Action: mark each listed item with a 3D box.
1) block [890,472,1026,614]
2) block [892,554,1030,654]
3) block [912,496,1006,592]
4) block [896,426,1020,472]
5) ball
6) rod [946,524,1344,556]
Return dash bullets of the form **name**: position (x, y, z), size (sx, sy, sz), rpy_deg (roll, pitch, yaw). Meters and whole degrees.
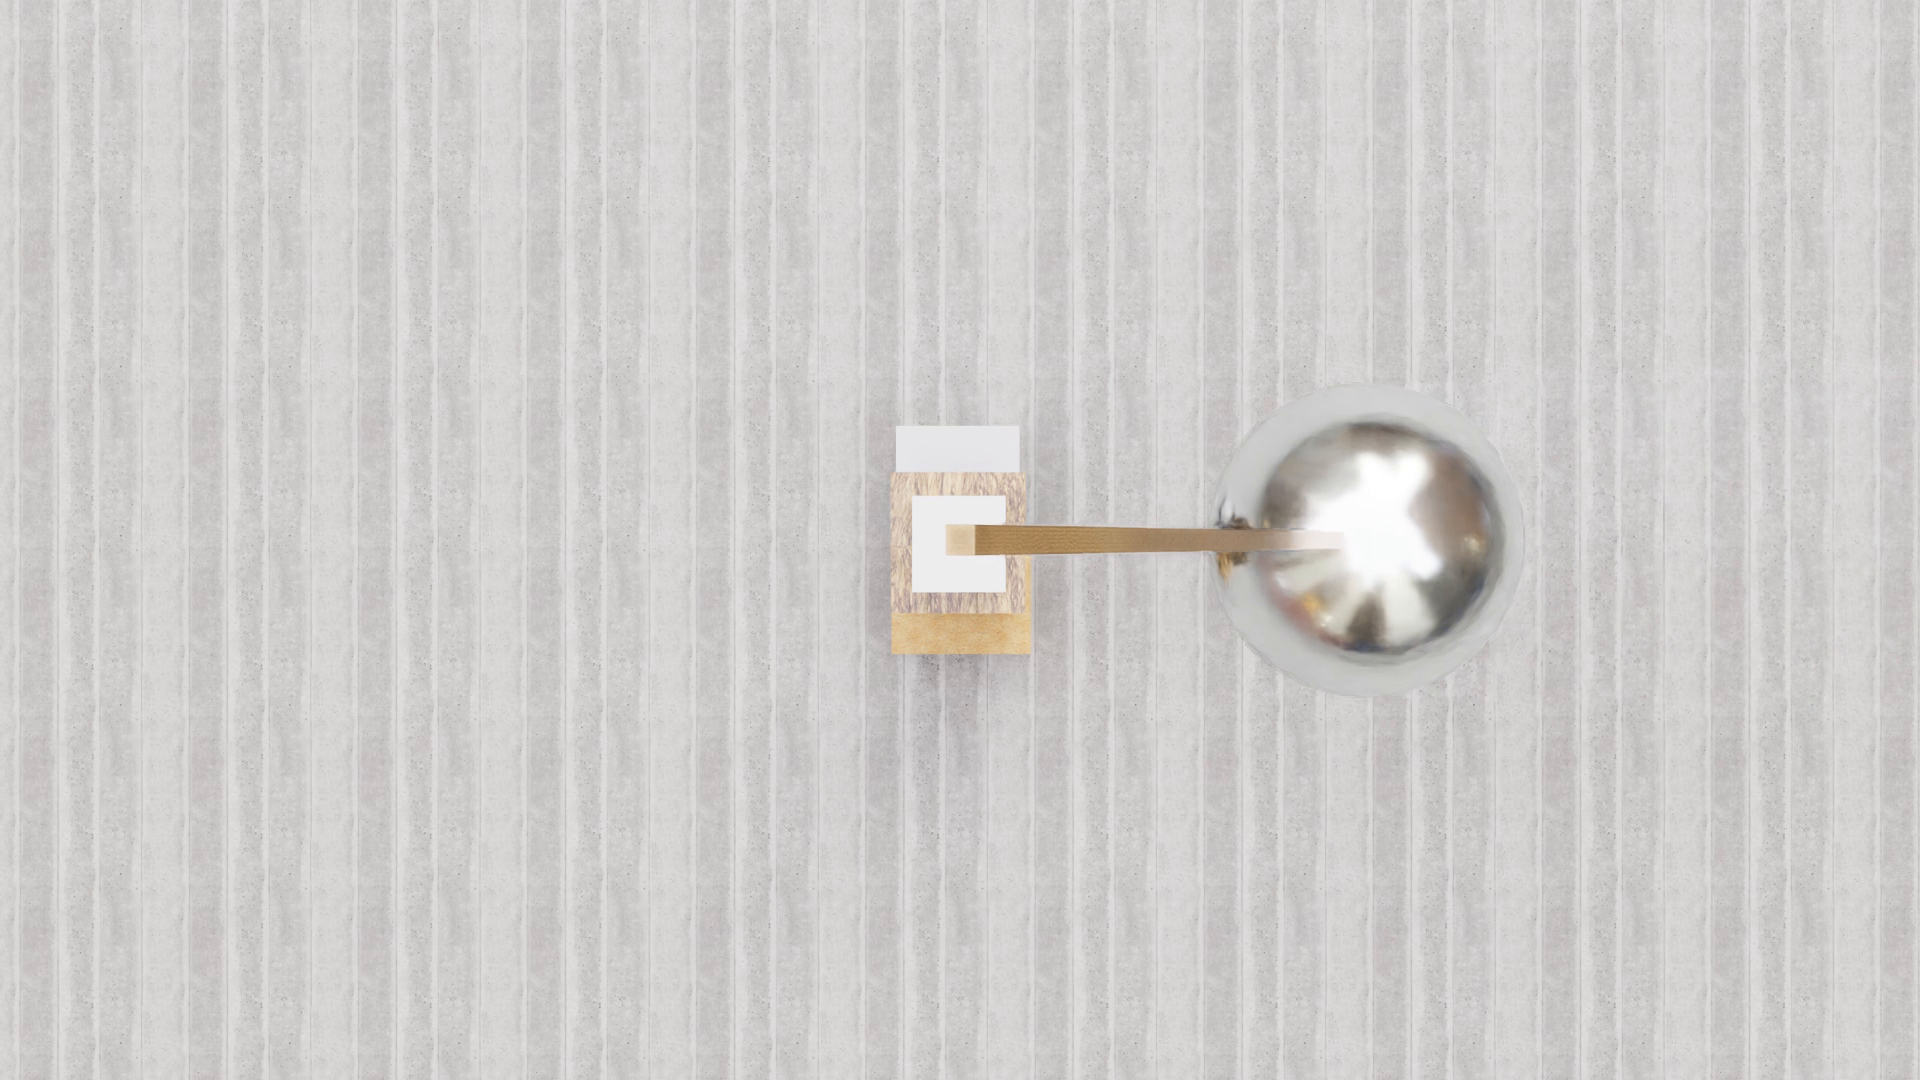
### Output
- **block**: position (-0.009, 0.010, 11.415), size (0.680, 0.631, 0.713), rpy_deg (0, 91, 0)
- **block**: position (0.007, 0.305, 12.648), size (0.779, 0.703, 0.663), rpy_deg (0, 90, 0)
- **block**: position (-0.005, 0.018, 10.911), size (0.455, 0.379, 0.470), rpy_deg (0, 91, 0)
- **block**: position (-0.013, -0.336, 12.646), size (0.688, 0.707, 0.601), rpy_deg (0, 90, 0)
- **ball**: position (2.074, 0.000, 11.263), size (1.600, 1.600, 1.600), rpy_deg (0, 90, 0)
- **rod**: position (0.899, 0.000, 8.072), size (0.080, 5.200, 0.080), rpy_deg (0, 90, 20)
